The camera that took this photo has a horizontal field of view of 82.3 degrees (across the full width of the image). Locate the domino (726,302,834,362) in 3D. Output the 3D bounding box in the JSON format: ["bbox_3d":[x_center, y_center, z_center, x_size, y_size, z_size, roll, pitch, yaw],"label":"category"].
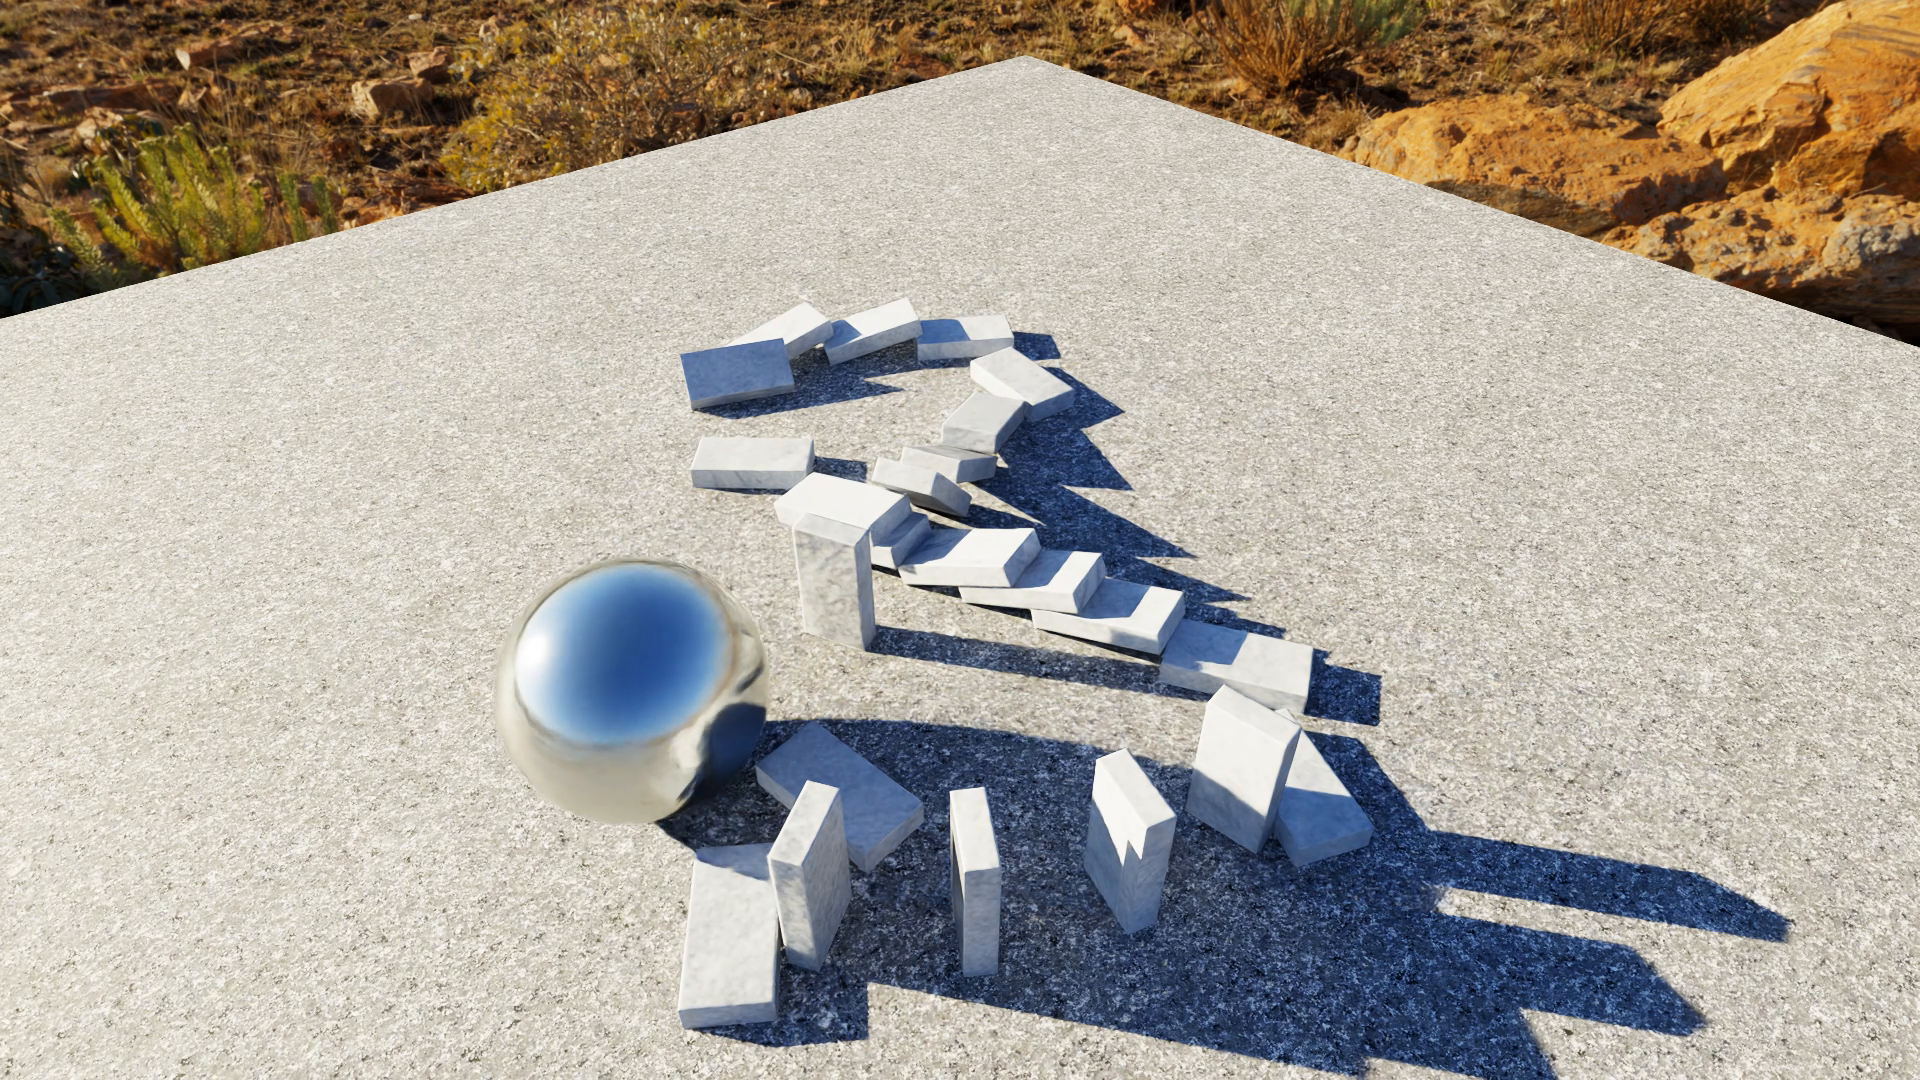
[{"bbox_3d":[-0.092,-0.101,0.558,0.050,0.010,0.025,-34,48,-18],"label":"domino"}]

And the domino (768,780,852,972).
[{"bbox_3d":[-0.040,0.092,0.299,0.010,0.050,0.025,11,41,13],"label":"domino"}]

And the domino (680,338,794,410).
[{"bbox_3d":[-0.108,-0.081,0.532,0.050,0.010,0.025,-12,75,-14],"label":"domino"}]

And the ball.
[{"bbox_3d":[-0.098,0.045,0.333,0.080,0.080,0.080,0,39,0],"label":"ball"}]

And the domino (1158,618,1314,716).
[{"bbox_3d":[0.098,0.044,0.390,0.050,0.010,0.025,12,41,14],"label":"domino"}]

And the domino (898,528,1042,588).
[{"bbox_3d":[0.003,0.006,0.421,0.050,0.009,0.025,0,33,36],"label":"domino"}]

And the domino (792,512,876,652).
[{"bbox_3d":[-0.044,0.015,0.393,0.025,0.050,0.009,16,42,18],"label":"domino"}]

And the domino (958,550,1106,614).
[{"bbox_3d":[0.027,0.014,0.414,0.050,0.010,0.025,4,35,34],"label":"domino"}]

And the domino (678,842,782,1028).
[{"bbox_3d":[-0.063,0.110,0.309,0.025,0.009,0.050,-3,39,-4],"label":"domino"}]

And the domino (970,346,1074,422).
[{"bbox_3d":[0.030,-0.077,0.537,0.025,0.010,0.050,-24,45,-26],"label":"domino"}]

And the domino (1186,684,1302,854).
[{"bbox_3d":[0.084,0.069,0.327,0.025,0.050,0.009,28,47,30],"label":"domino"}]

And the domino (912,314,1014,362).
[{"bbox_3d":[0.001,-0.105,0.572,0.050,0.010,0.025,-6,40,-7],"label":"domino"}]

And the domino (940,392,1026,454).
[{"bbox_3d":[0.011,-0.054,0.499,0.025,0.010,0.050,11,27,14],"label":"domino"}]

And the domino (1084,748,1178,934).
[{"bbox_3d":[0.047,0.085,0.308,0.009,0.050,0.025,-16,42,-19],"label":"domino"}]

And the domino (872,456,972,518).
[{"bbox_3d":[-0.014,-0.021,0.443,0.025,0.050,0.009,15,86,18],"label":"domino"}]

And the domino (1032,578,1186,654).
[{"bbox_3d":[0.054,0.026,0.404,0.050,0.009,0.025,10,39,31],"label":"domino"}]

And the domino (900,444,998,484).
[{"bbox_3d":[-0.004,-0.033,0.464,0.025,0.009,0.050,15,11,17],"label":"domino"}]

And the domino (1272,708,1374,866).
[{"bbox_3d":[0.105,0.077,0.349,0.025,0.010,0.050,-12,41,-14],"label":"domino"}]

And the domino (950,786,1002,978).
[{"bbox_3d":[0.004,0.093,0.298,0.009,0.050,0.025,-5,40,-7],"label":"domino"}]

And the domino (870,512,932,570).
[{"bbox_3d":[-0.039,-0.004,0.440,0.050,0.009,0.025,12,41,32],"label":"domino"}]

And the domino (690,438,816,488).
[{"bbox_3d":[-0.091,-0.034,0.485,0.050,0.009,0.025,1,39,1],"label":"domino"}]

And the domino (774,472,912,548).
[{"bbox_3d":[-0.047,-0.013,0.438,0.050,0.010,0.025,14,41,33],"label":"domino"}]

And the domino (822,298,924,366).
[{"bbox_3d":[-0.046,-0.108,0.567,0.050,0.010,0.025,-20,42,-5],"label":"domino"}]

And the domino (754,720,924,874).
[{"bbox_3d":[-0.038,0.080,0.346,0.050,0.010,0.025,30,48,31],"label":"domino"}]
